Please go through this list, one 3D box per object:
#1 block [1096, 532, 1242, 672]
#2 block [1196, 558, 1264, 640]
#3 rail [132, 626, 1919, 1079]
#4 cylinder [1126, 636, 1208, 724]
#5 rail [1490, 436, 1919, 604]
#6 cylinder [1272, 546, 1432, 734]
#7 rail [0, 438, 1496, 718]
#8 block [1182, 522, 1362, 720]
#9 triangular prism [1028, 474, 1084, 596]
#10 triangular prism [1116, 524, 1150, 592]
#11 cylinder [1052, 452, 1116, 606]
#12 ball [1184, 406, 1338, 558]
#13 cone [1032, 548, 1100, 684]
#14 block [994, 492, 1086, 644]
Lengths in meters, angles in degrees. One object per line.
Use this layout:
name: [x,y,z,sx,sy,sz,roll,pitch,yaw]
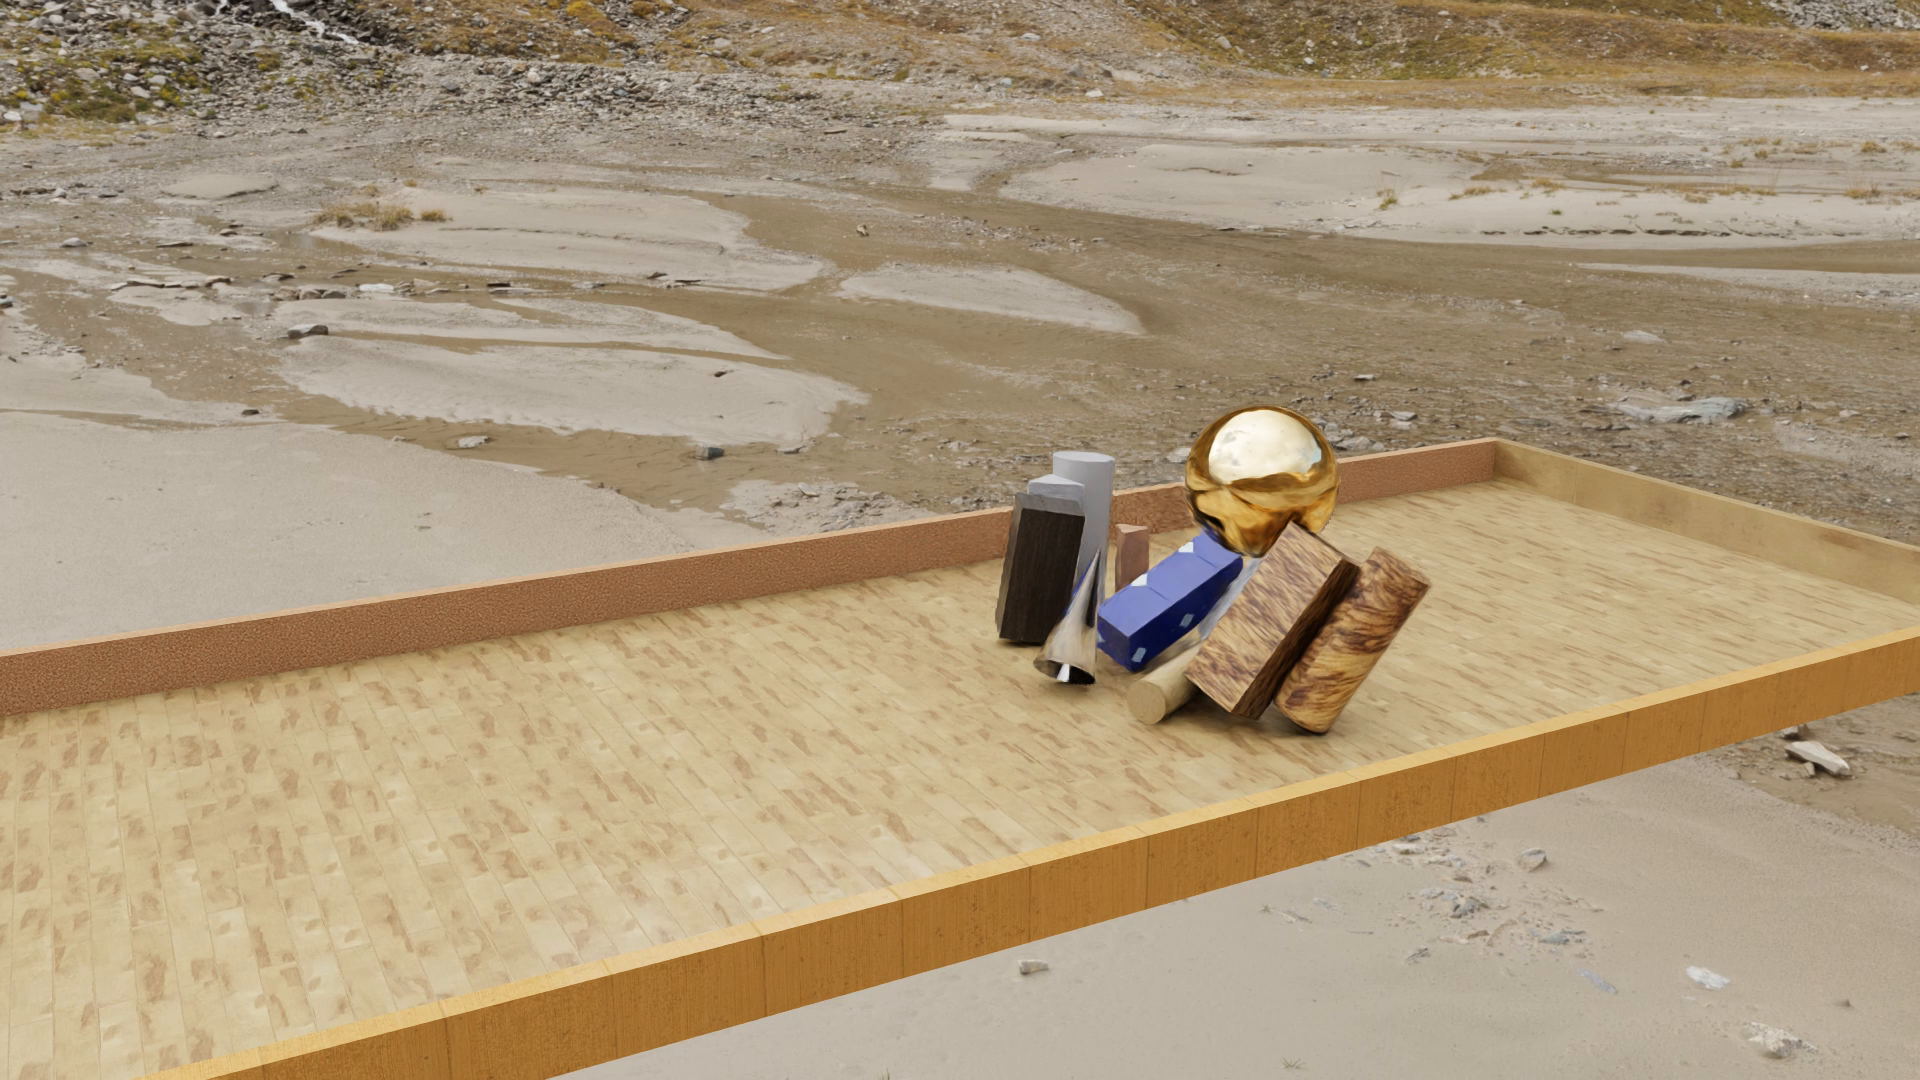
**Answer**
block: [0.542,0.158,4.274,0.401,0.135,0.135,-33,47,-23]
block: [0.768,0.151,4.202,0.138,0.332,0.138,36,10,-5]
rail: [-2.336,1.006,1.665,12.000,0.150,0.050,-9,18,-27]
cylinder: [0.541,0.334,3.996,0.108,0.108,0.353,12,22,35]
rail: [2.466,-0.048,5.253,0.050,0.150,2.100,-9,18,-27]
cylinder: [0.895,0.232,3.780,0.150,0.424,0.150,28,17,-10]
rail: [-3.305,0.497,3.399,12.000,0.150,0.050,-9,18,-27]
block: [0.732,0.192,3.844,0.155,0.436,0.155,41,13,34]
triangular prism: [0.244,0.023,4.572,0.152,0.393,0.131,3,13,-4]
triangular prism: [0.436,0.124,4.348,0.090,0.329,0.078,-11,19,-33]
cylinder: [0.335,-0.024,4.649,0.171,0.429,0.171,3,12,-1]
ball: [0.729,-0.141,4.000,0.369,0.369,0.369,0,16,0]
cone: [0.307,0.168,4.122,0.160,0.352,0.160,16,-19,6]
block: [0.211,0.077,4.411,0.167,0.360,0.167,8,15,-6]
